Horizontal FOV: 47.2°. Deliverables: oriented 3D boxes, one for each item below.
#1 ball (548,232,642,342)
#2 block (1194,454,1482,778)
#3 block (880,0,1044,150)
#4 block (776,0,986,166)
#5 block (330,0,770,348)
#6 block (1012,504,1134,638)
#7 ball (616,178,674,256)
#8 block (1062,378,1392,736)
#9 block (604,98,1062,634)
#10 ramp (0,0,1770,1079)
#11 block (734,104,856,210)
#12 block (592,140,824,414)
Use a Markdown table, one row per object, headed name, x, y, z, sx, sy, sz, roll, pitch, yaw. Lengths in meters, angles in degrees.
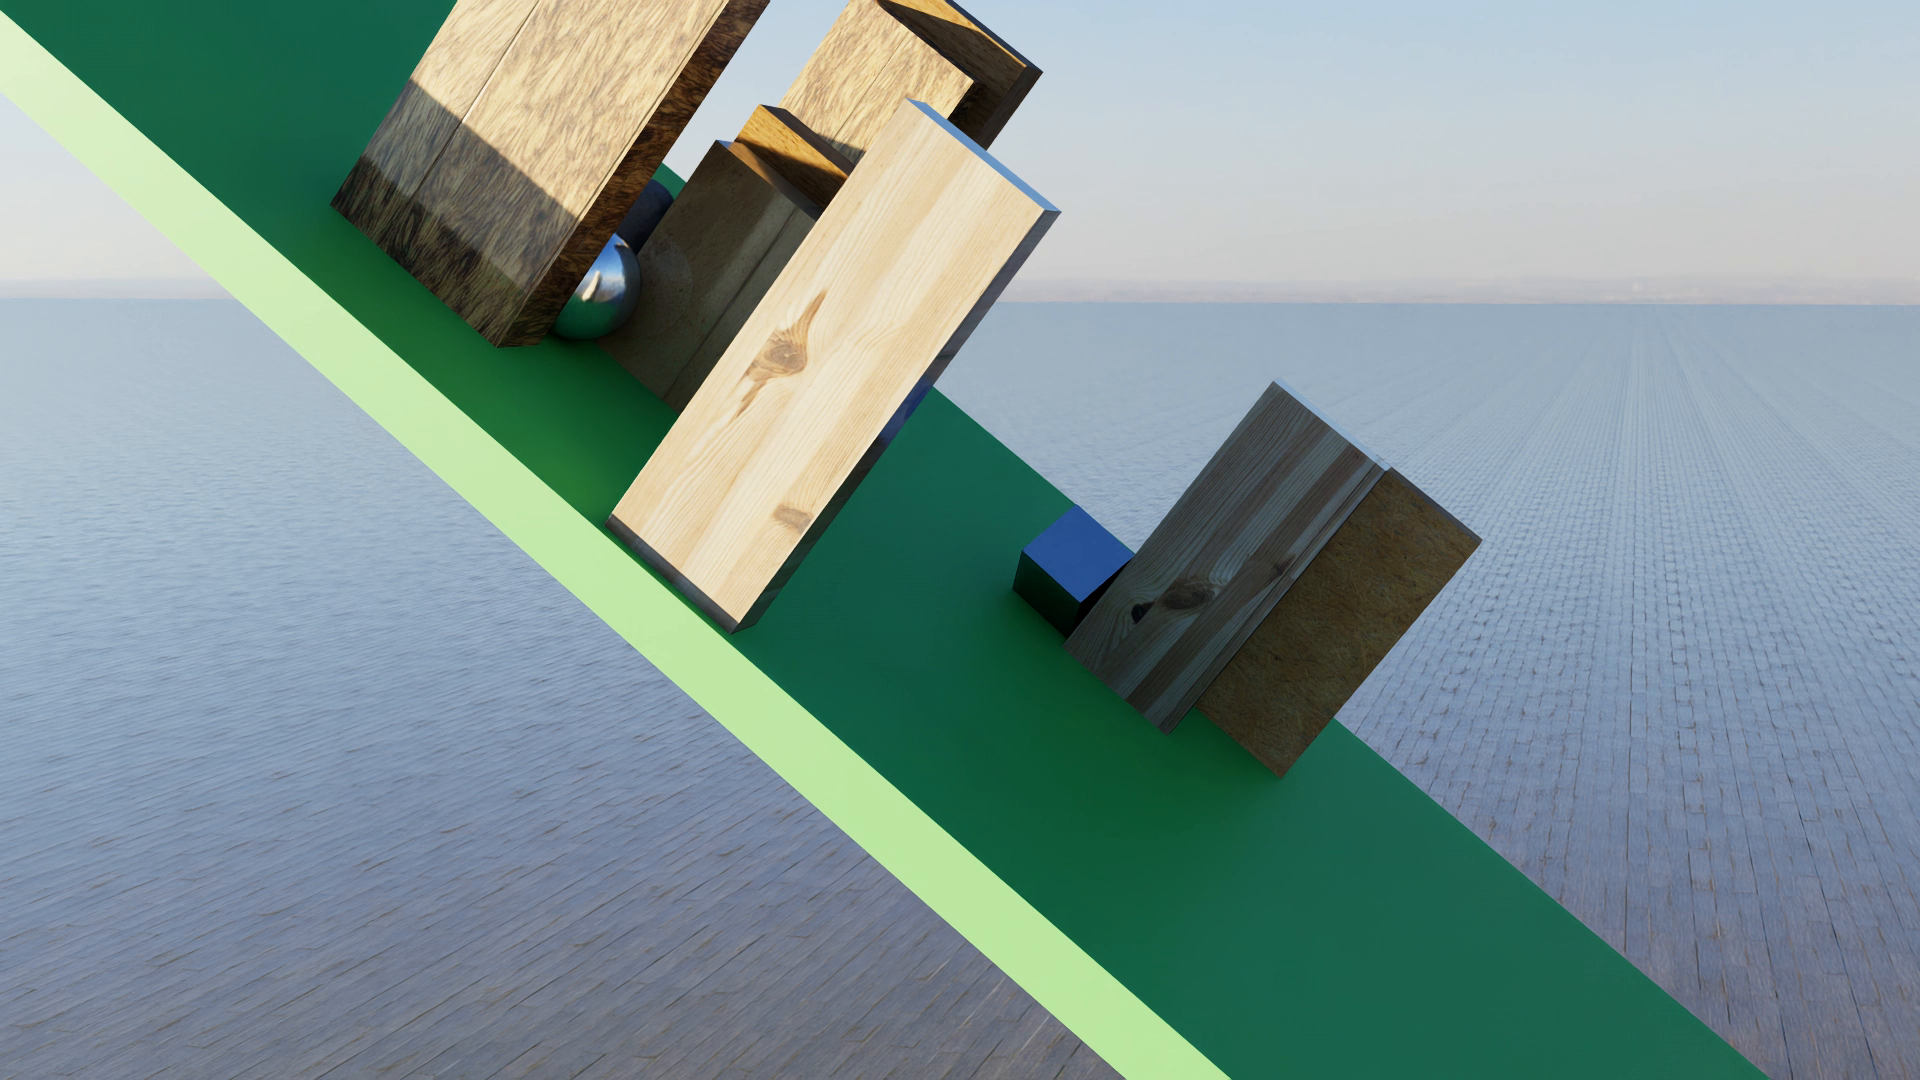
| name | x | y | z | sx | sy | sz | roll | pitch | yaw |
| --- | --- | --- | --- | --- | --- | --- | --- | --- | --- |
| ball | -0.636 | -0.436 | 3.690 | 0.203 | 0.203 | 0.203 | 0 | 7 | 0 |
| block | 0.707 | 0.147 | 4.224 | 0.260 | 0.590 | 0.089 | 40 | 16 | 9 |
| block | -0.188 | -0.837 | 4.809 | 0.357 | 0.730 | 0.142 | 40 | 16 | 9 |
| block | -0.266 | -0.811 | 4.721 | 0.320 | 0.647 | 0.111 | 40 | 16 | 9 |
| block | -0.655 | -0.691 | 3.485 | 0.371 | 0.682 | 0.139 | 40 | 16 | 9 |
| block | 0.210 | 0.060 | 4.103 | 0.148 | 0.148 | 0.148 | -40 | -19 | -25 |
| ball | -0.569 | -0.564 | 3.853 | 0.150 | 0.150 | 0.150 | 0 | 7 | 0 |
| block | 0.478 | 0.033 | 3.989 | 0.253 | 0.626 | 0.087 | 40 | 16 | 9 |
| block | -0.187 | -0.236 | 3.089 | 0.247 | 0.751 | 0.093 | 40 | 16 | 9 |
| ramp | -0.036 | 0.091 | 4.056 | 4.000 | 0.100 | 2.000 | 40 | 16 | 9 |
| block | -0.325 | -0.460 | 3.917 | 0.386 | 0.480 | 0.126 | 40 | 16 | 9 |
| block | -0.405 | -0.430 | 3.784 | 0.290 | 0.413 | 0.113 | 40 | 16 | 9 |
